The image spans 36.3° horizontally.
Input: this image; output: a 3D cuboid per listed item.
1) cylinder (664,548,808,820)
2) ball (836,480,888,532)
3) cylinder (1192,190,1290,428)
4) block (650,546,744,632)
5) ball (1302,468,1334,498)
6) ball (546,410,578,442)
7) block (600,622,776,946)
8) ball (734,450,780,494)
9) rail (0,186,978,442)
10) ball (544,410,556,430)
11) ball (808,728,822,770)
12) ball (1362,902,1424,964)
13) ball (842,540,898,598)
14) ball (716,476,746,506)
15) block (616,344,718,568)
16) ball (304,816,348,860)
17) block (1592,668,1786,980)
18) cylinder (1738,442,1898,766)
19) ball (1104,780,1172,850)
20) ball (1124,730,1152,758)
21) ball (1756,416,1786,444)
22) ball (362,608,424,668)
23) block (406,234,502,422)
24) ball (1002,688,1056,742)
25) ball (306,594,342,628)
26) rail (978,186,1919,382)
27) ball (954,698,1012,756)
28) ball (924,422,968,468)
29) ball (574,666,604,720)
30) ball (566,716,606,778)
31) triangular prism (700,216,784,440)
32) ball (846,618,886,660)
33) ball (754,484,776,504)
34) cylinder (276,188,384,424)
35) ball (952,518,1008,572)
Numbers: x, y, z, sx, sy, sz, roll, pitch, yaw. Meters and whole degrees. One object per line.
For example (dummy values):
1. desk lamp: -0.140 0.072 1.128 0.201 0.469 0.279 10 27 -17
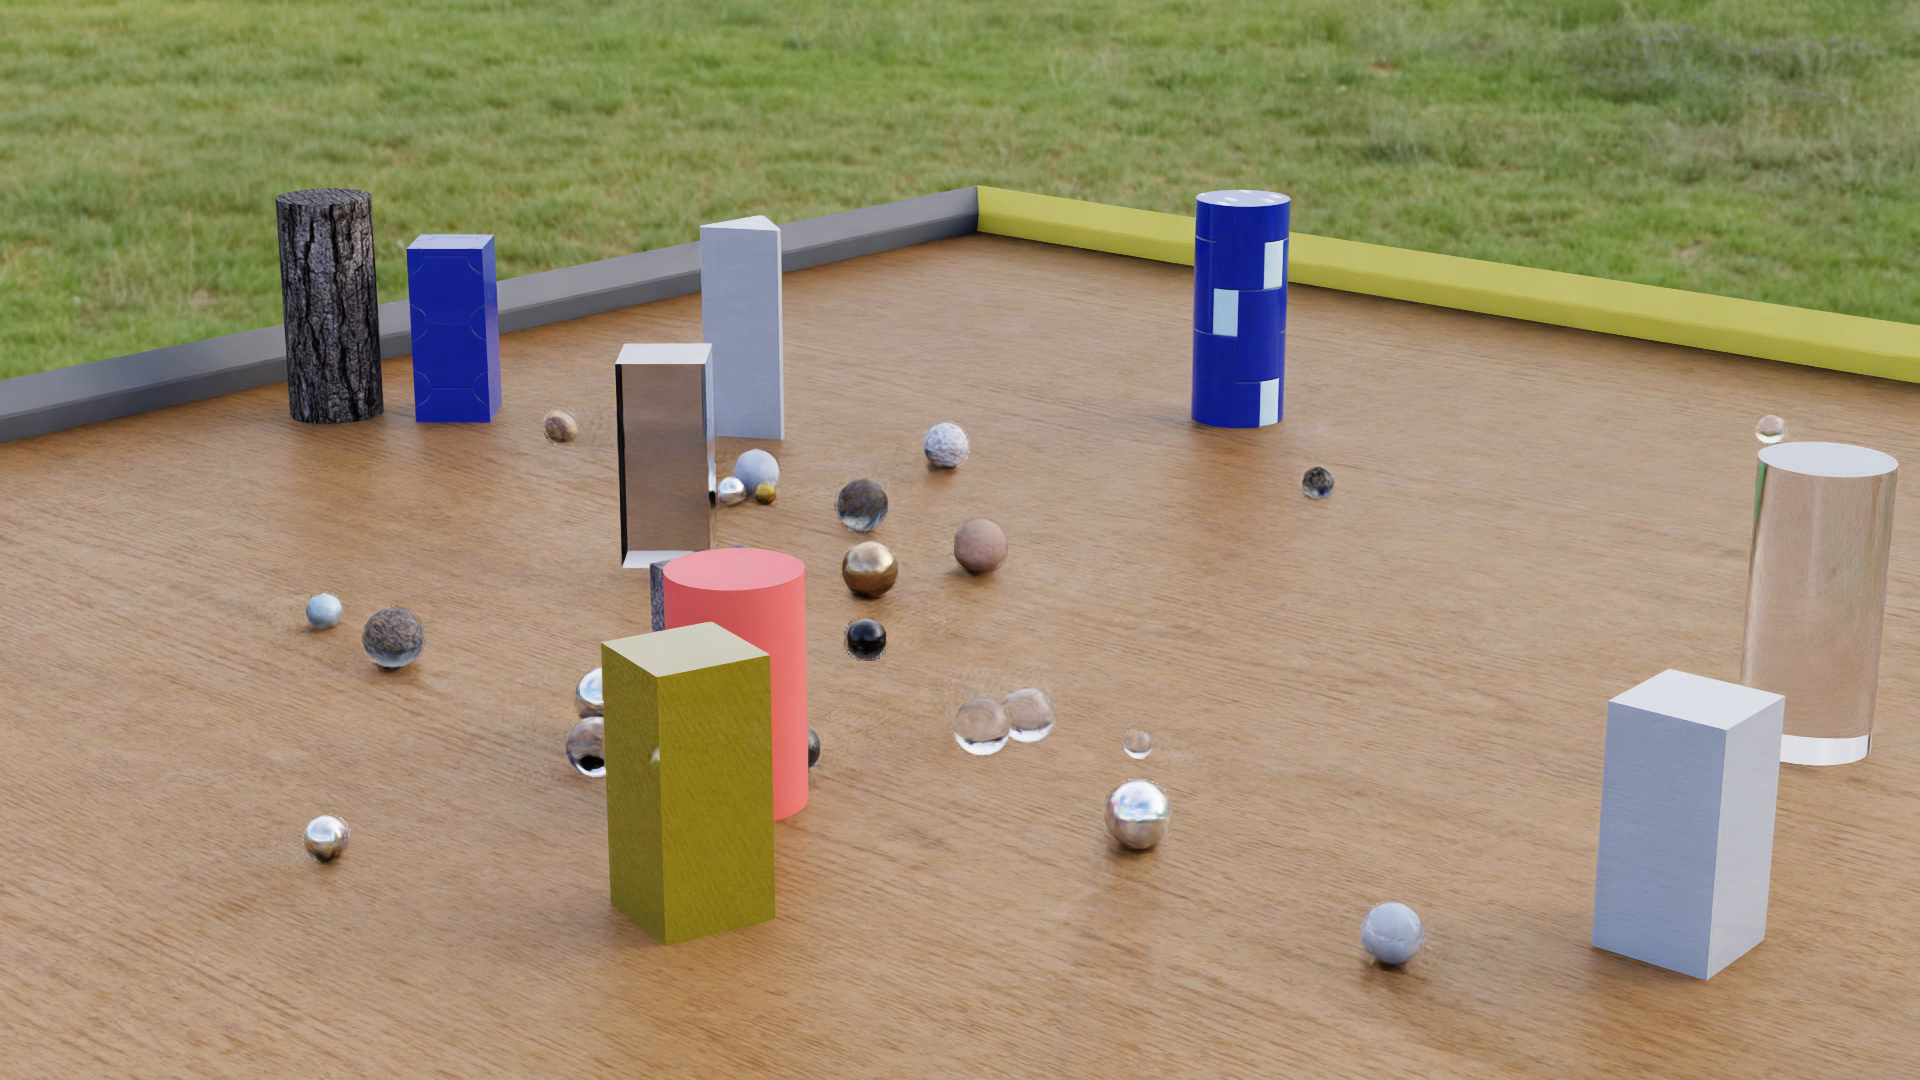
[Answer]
1. cylinder: -0.317 0.207 4.168 0.200 0.347 0.200 0 17 0
2. ball: -0.183 -0.065 5.504 0.097 0.097 0.097 0 17 0
3. cylinder: 0.599 -0.495 6.274 0.200 0.477 0.200 0 17 0
4. block: -0.353 0.171 4.410 0.160 0.275 0.160 -12 21 -35
5. ball: 0.698 -0.111 5.718 0.062 0.062 0.062 0 17 0
6. ball: -0.824 -0.236 6.075 0.068 0.068 0.068 0 17 0
7. block: -0.350 0.312 3.789 0.160 0.363 0.160 -10 20 -31
8. ball: -0.399 -0.133 5.742 0.089 0.089 0.089 0 17 0
9. rail: -1.640 -0.378 6.483 0.045 0.130 5.206 14 22 39
10. ball: -0.838 -0.240 6.140 0.064 0.064 0.064 0 17 0
11. ball: -0.240 0.306 4.313 0.071 0.071 0.071 0 17 0
12. ball: 0.543 0.494 3.681 0.078 0.078 0.078 0 17 0
13. ball: -0.157 0.051 5.116 0.099 0.099 0.099 0 17 0
14. ball: -0.442 -0.094 5.669 0.057 0.057 0.057 0 17 0
15. block: -0.530 -0.154 5.312 0.160 0.377 0.160 0 17 0
16. ball: -0.866 0.406 4.003 0.060 0.060 0.060 0 17 0
17. block: 0.918 0.356 3.700 0.160 0.331 0.160 14 22 39
18. cylinder: 1.277 0.093 4.378 0.200 0.443 0.200 0 17 0
19. ball: 0.245 0.378 4.036 0.094 0.094 0.094 0 17 0
20. ball: 0.266 0.305 4.370 0.043 0.043 0.043 0 17 0
21. ball: 1.691 -0.231 6.117 0.060 0.060 0.060 0 17 0
22. ball: -0.920 0.159 4.758 0.098 0.098 0.098 0 17 0
23. block: -1.088 -0.457 6.318 0.160 0.378 0.160 0 17 1
24. ball: 0.102 0.265 4.432 0.083 0.083 0.083 0 17 0
25. ball: -1.074 0.120 4.954 0.059 0.059 0.059 0 17 0
26. rail: 1.691 -0.529 6.985 4.391 0.130 0.045 14 22 39
27. ball: 0.033 0.279 4.381 0.087 0.087 0.087 0 17 0
28. ball: -0.029 -0.192 5.937 0.091 0.091 0.091 0 17 0
29. ball: -0.539 0.243 4.477 0.100 0.100 0.100 0 17 0
30. ball: -0.533 0.303 4.296 0.089 0.089 0.089 0 17 0
31. triangular prism: -0.437 -0.451 6.183 0.173 0.445 0.150 4 17 13
32. ball: -0.153 0.162 4.800 0.067 0.067 0.067 0 17 0
33. ball: -0.377 -0.089 5.680 0.042 0.042 0.042 0 17 0
34. cylinder: -1.354 -0.504 6.309 0.200 0.474 0.200 0 17 0
35. ball: 0.036 0.010 5.253 0.097 0.097 0.097 0 17 0
